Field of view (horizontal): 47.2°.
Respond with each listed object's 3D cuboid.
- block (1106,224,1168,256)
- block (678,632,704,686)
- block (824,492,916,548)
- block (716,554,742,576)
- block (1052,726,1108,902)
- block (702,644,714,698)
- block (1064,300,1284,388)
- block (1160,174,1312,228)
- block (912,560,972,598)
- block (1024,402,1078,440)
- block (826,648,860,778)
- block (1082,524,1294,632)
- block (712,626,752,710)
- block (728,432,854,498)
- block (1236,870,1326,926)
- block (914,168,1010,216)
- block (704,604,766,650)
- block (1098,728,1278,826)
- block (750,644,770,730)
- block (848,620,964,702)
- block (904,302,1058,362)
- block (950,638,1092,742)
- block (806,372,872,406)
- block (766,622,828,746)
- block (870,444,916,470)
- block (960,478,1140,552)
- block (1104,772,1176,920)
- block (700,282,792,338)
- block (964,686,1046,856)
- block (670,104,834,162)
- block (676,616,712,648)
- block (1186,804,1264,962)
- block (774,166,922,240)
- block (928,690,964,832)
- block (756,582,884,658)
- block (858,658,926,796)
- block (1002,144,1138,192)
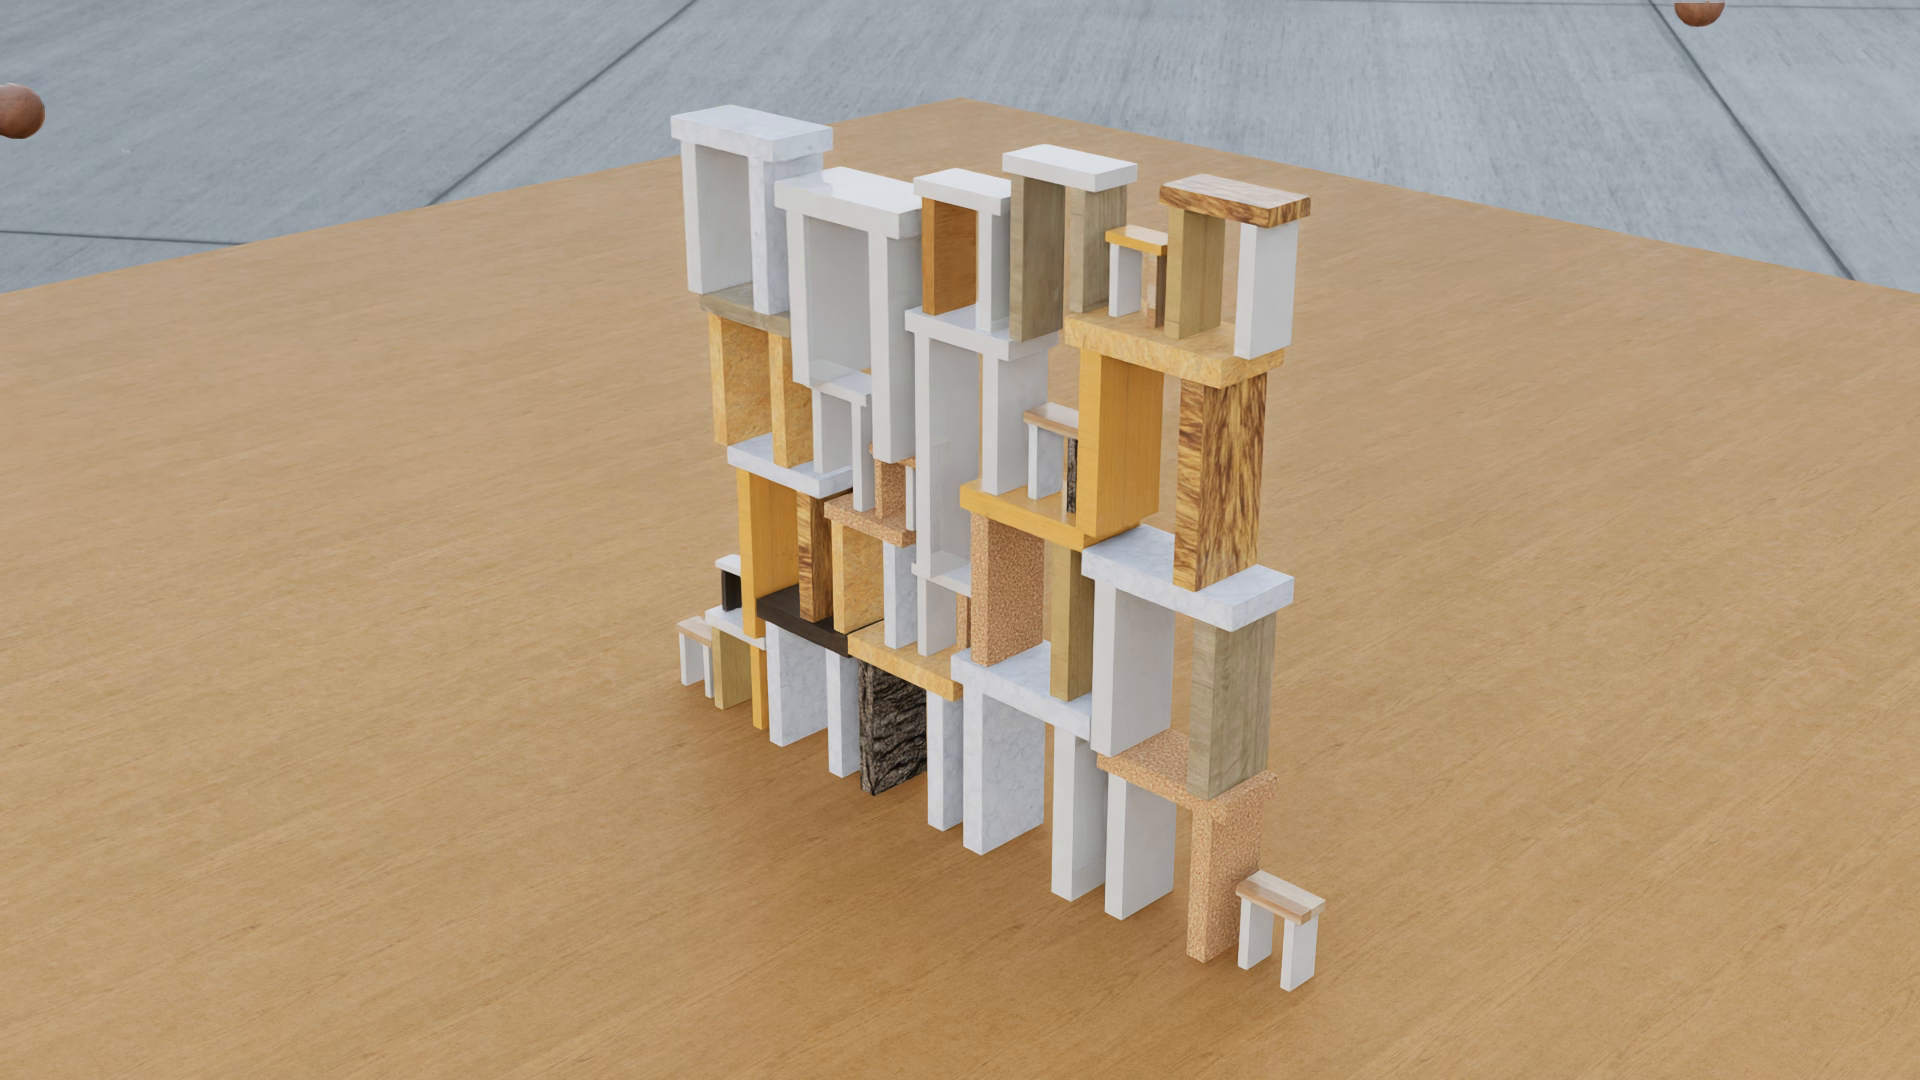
[{"bbox_3d":[0.311,-0.502,3.677,0.063,0.018,0.126,-20,30,-39],"label":"block"},{"bbox_3d":[-0.603,0.261,4.983,0.018,0.128,0.064,21,31,41],"label":"block"},{"bbox_3d":[-0.152,-0.045,4.369,0.226,0.032,0.113,21,31,40],"label":"block"},{"bbox_3d":[-0.474,0.057,4.756,0.105,0.015,0.053,19,29,38],"label":"block"},{"bbox_3d":[0.255,0.488,4.156,0.050,0.355,0.178,21,31,41],"label":"block"},{"bbox_3d":[-0.542,0.284,4.927,0.018,0.128,0.064,21,31,41],"label":"block"},{"bbox_3d":[0.358,-0.334,3.690,0.337,0.048,0.168,21,31,40],"label":"block"},{"bbox_3d":[0.439,-0.544,3.521,0.220,0.031,0.110,21,31,40],"label":"block"},{"bbox_3d":[-0.005,0.066,4.266,0.084,0.024,0.168,-21,31,-41],"label":"block"},{"bbox_3d":[0.190,-0.212,3.935,0.142,0.020,0.071,21,31,40],"label":"block"},{"bbox_3d":[-0.210,0.340,4.594,0.041,0.286,0.143,21,31,41],"label":"block"},{"bbox_3d":[0.393,0.062,3.823,0.337,0.048,0.168,21,31,41],"label":"block"},{"bbox_3d":[-0.500,0.268,4.876,0.028,0.198,0.099,21,31,40],"label":"block"},{"bbox_3d":[-0.333,-0.159,4.523,0.283,0.040,0.141,21,31,40],"label":"block"},{"bbox_3d":[0.566,0.631,3.882,0.143,0.020,0.072,21,31,41],"label":"block"},{"bbox_3d":[0.031,-0.623,3.927,0.217,0.031,0.108,21,31,40],"label":"block"},{"bbox_3d":[-0.454,0.182,4.788,0.198,0.028,0.099,21,31,40],"label":"block"},{"bbox_3d":[0.408,0.416,3.965,0.297,0.042,0.148,21,31,41],"label":"block"},{"bbox_3d":[-0.406,0.304,4.790,0.028,0.198,0.099,21,31,40],"label":"block"},{"bbox_3d":[-0.067,0.231,4.391,0.301,0.043,0.150,21,31,41],"label":"block"},{"bbox_3d":[0.038,-0.388,4.015,0.264,0.037,0.132,21,31,41],"label":"block"},{"bbox_3d":[0.171,0.268,4.154,0.178,0.050,0.355,-21,31,-41],"label":"block"},{"bbox_3d":[-0.213,-0.305,4.333,0.176,0.025,0.088,21,31,41],"label":"block"},{"bbox_3d":[-0.345,0.287,4.718,0.041,0.286,0.143,21,31,41],"label":"block"},{"bbox_3d":[-0.106,-0.170,4.262,0.131,0.019,0.066,21,31,41],"label":"block"},{"bbox_3d":[0.163,-0.060,4.022,0.307,0.043,0.153,21,31,41],"label":"block"},{"bbox_3d":[0.338,0.545,4.096,0.042,0.297,0.148,21,31,41],"label":"block"},{"bbox_3d":[-0.383,-0.470,4.440,0.279,0.040,0.139,21,31,40],"label":"block"},{"bbox_3d":[0.087,0.422,4.310,0.050,0.355,0.178,21,31,41],"label":"block"},{"bbox_3d":[-0.411,-0.801,4.324,0.309,0.044,0.154,21,31,41],"label":"block"},{"bbox_3d":[-0.573,0.205,4.927,0.128,0.018,0.064,21,31,41],"label":"block"},{"bbox_3d":[0.478,0.600,3.967,0.042,0.297,0.148,21,31,41],"label":"block"},{"bbox_3d":[-0.172,-0.637,4.141,0.344,0.049,0.172,21,31,41],"label":"block"},{"bbox_3d":[0.004,0.417,4.393,0.043,0.301,0.150,21,31,41],"label":"block"},{"bbox_3d":[-0.277,0.163,4.592,0.286,0.041,0.143,21,31,41],"label":"block"},{"bbox_3d":[-0.138,0.362,4.524,0.043,0.301,0.150,21,31,41],"label":"block"},{"bbox_3d":[0.186,-0.635,3.751,0.214,0.030,0.107,21,31,41],"label":"block"}]
